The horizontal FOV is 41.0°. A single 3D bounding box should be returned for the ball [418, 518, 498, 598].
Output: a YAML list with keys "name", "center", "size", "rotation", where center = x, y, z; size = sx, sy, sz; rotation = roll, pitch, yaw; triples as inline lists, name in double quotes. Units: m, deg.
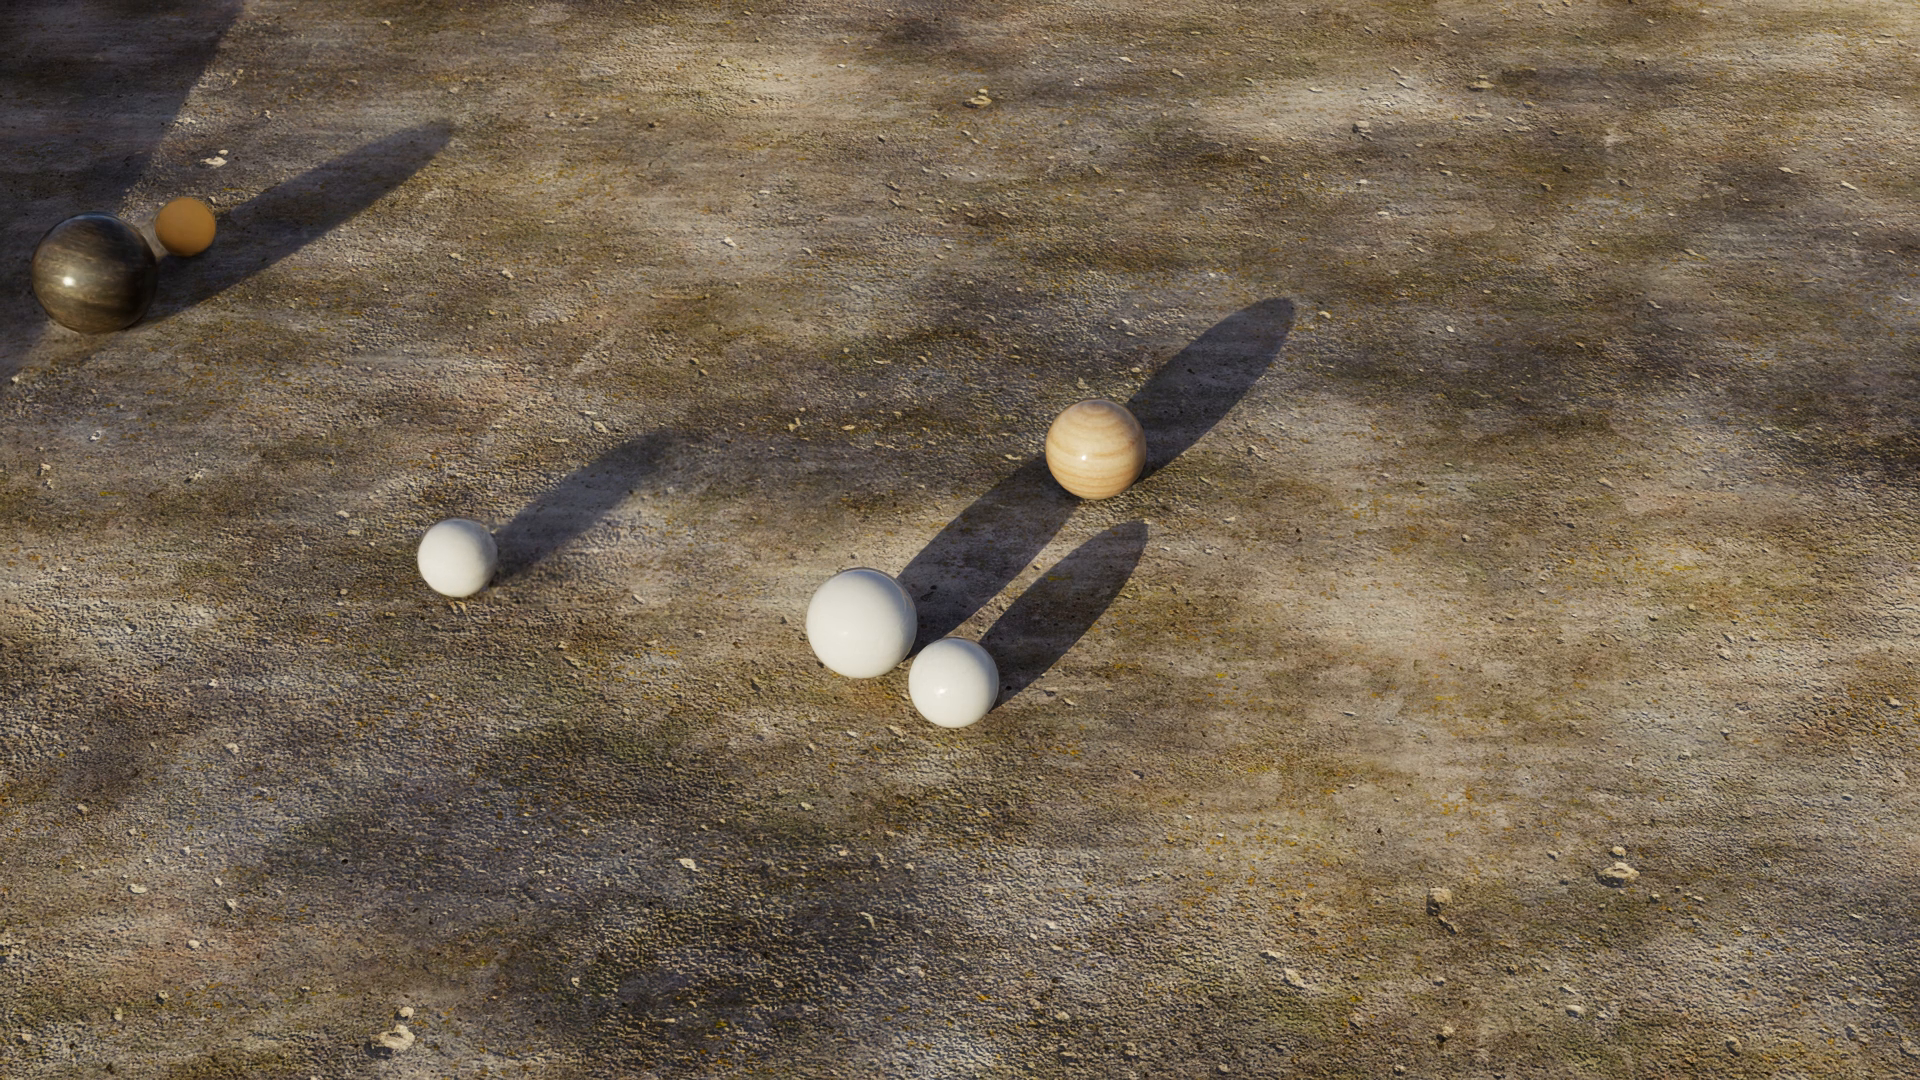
- name: "ball"
  center: [-0.322, 0.012, 1.646]
  size: [0.051, 0.051, 0.051]
  rotation: [0, 36, 0]

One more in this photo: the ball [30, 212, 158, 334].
- name: "ball"
  center: [-0.640, -0.197, 1.898]
  size: [0.090, 0.090, 0.090]
  rotation: [0, 36, 0]

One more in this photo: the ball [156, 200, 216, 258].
- name: "ball"
  center: [-0.604, -0.243, 1.999]
  size: [0.045, 0.045, 0.045]
  rotation: [0, 36, 0]

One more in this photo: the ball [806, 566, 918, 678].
- name: "ball"
  center: [-0.060, 0.051, 1.578]
  size: [0.069, 0.069, 0.069]
  rotation: [0, 36, 0]

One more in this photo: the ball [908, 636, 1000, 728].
- name: "ball"
  center: [-0.004, 0.086, 1.542]
  size: [0.055, 0.055, 0.055]
  rotation: [0, 36, 0]

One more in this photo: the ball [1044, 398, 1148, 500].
- name: "ball"
  center: [0.092, -0.062, 1.732]
  size: [0.069, 0.069, 0.069]
  rotation: [0, 36, 0]
